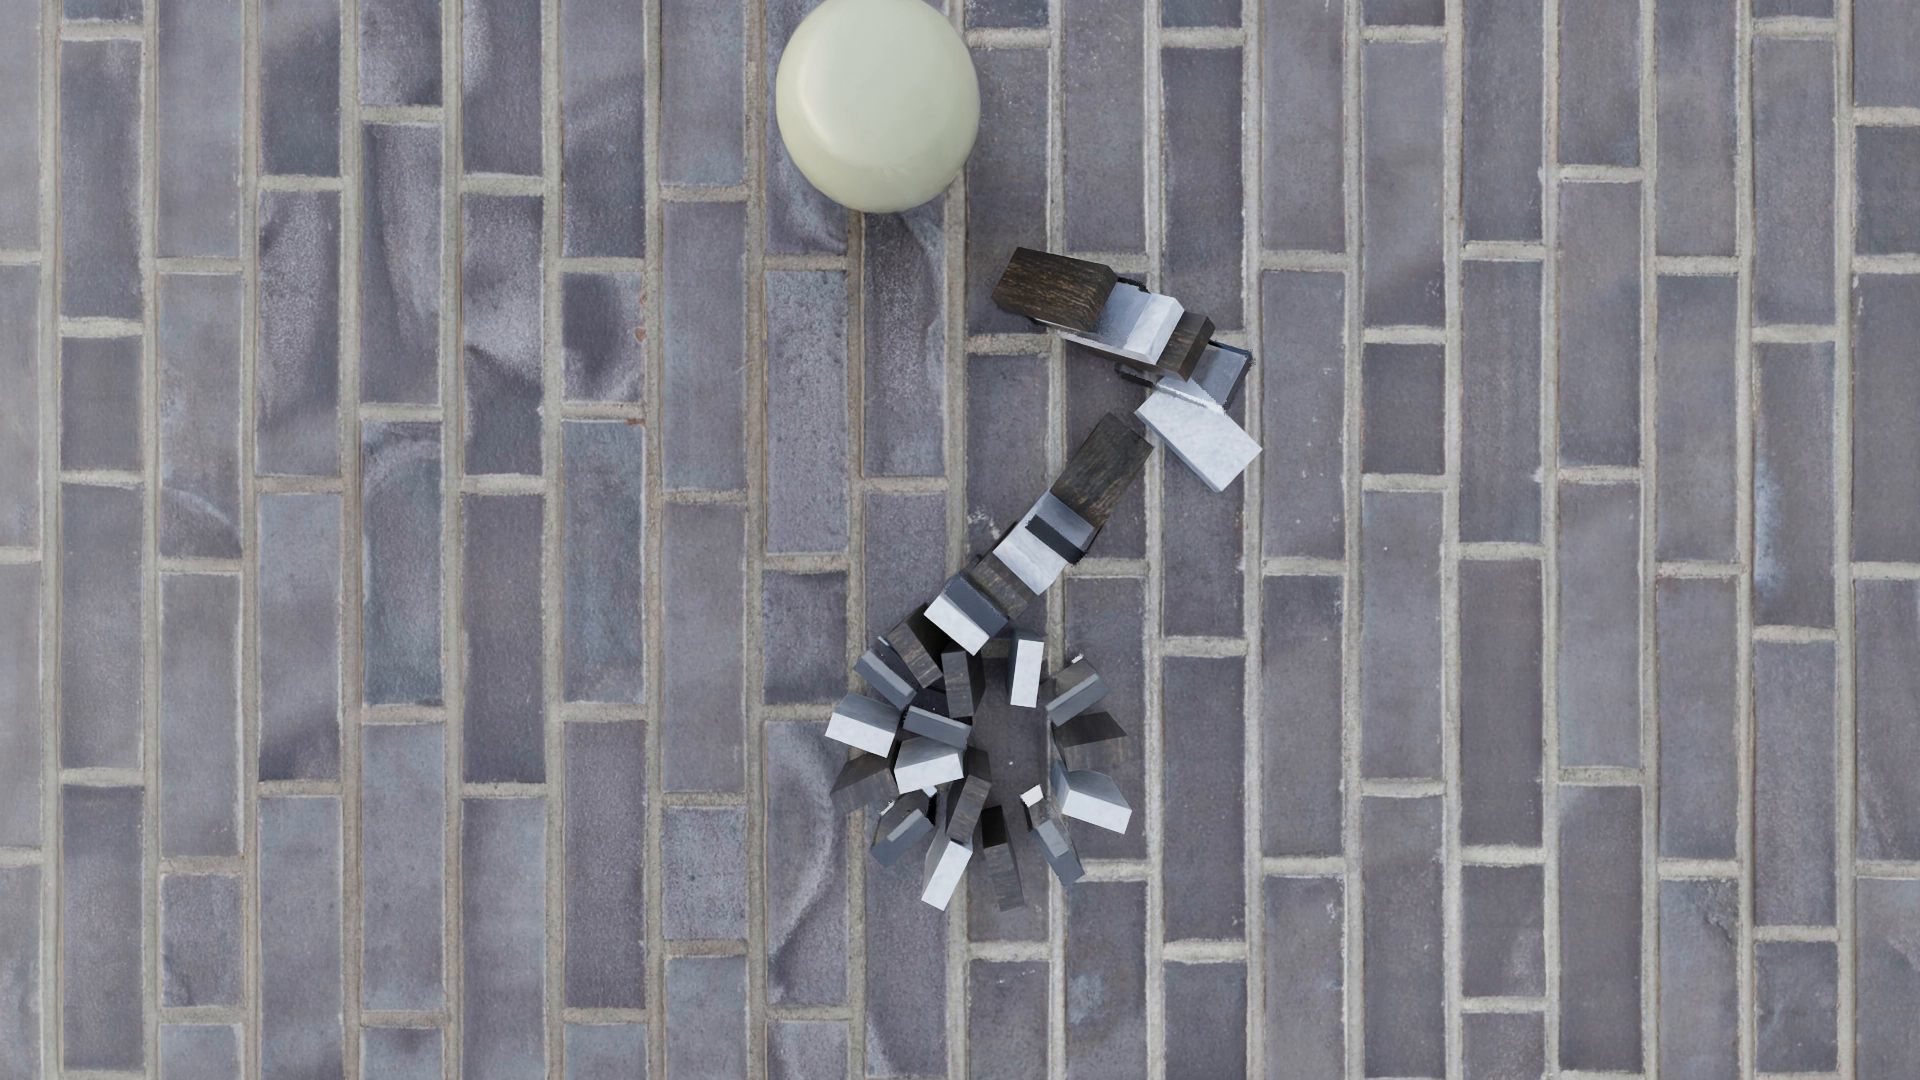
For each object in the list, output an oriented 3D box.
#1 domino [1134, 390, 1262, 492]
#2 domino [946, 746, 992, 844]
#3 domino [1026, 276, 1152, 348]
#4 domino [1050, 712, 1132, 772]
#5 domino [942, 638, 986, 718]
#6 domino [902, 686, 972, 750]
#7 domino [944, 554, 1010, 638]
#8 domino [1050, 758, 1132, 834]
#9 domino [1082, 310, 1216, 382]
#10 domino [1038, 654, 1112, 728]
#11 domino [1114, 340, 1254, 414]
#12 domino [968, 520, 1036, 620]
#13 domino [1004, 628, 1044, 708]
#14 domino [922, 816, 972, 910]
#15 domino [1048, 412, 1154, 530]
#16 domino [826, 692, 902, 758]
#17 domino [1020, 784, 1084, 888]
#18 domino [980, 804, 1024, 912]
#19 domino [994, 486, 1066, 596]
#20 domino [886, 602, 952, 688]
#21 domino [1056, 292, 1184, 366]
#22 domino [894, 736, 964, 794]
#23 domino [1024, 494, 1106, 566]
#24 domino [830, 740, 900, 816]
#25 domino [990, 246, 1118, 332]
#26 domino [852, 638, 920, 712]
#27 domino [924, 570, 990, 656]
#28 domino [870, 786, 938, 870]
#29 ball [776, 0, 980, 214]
[{"bbox_3d":[0.102,-0.047,0.395,0.050,0.010,0.025,44,90,0],"label":"domino"},{"bbox_3d":[0.003,0.103,0.375,0.010,0.050,0.025,21,90,0],"label":"domino"},{"bbox_3d":[0.052,-0.098,0.380,0.050,0.010,0.025,29,91,41],"label":"domino"},{"bbox_3d":[0.053,0.082,0.375,0.025,0.050,0.009,-11,90,0],"label":"domino"},{"bbox_3d":[0.002,0.054,0.374,0.010,0.050,0.025,-8,92,7],"label":"domino"},{"bbox_3d":[-0.008,0.071,0.375,0.025,0.050,0.009,19,92,0],"label":"domino"},{"bbox_3d":[0.010,0.022,0.375,0.025,0.050,0.010,43,103,0],"label":"domino"},{"bbox_3d":[0.052,0.104,0.375,0.025,0.050,0.009,18,90,0],"label":"domino"},{"bbox_3d":[0.077,-0.084,0.380,0.050,0.010,0.025,28,90,41],"label":"domino"},{"bbox_3d":[0.045,0.061,0.375,0.025,0.050,0.010,-33,90,0],"label":"domino"},{"bbox_3d":[0.093,-0.073,0.384,0.050,0.009,0.025,26,87,28],"label":"domino"},{"bbox_3d":[0.022,0.011,0.376,0.025,0.050,0.009,43,116,0],"label":"domino"},{"bbox_3d":[0.026,0.051,0.375,0.009,0.050,0.025,7,90,0],"label":"domino"},{"bbox_3d":[-0.005,0.128,0.375,0.009,0.050,0.025,26,90,0],"label":"domino"},{"bbox_3d":[0.060,-0.030,0.381,0.025,0.010,0.050,38,52,0],"label":"domino"},{"bbox_3d":[-0.038,0.075,0.375,0.025,0.050,0.009,20,90,0],"label":"domino"},{"bbox_3d":[0.037,0.120,0.375,0.009,0.050,0.025,-32,90,0],"label":"domino"},{"bbox_3d":[0.017,0.129,0.375,0.010,0.050,0.025,-16,90,0],"label":"domino"},{"bbox_3d":[0.035,-0.001,0.378,0.025,0.050,0.010,43,129,0],"label":"domino"},{"bbox_3d":[-0.015,0.042,0.375,0.009,0.050,0.025,-36,90,8],"label":"domino"},{"bbox_3d":[0.065,-0.092,0.380,0.050,0.010,0.025,28,90,41],"label":"domino"},{"bbox_3d":[-0.012,0.089,0.375,0.025,0.050,0.009,-15,90,0],"label":"domino"},{"bbox_3d":[0.049,-0.014,0.380,0.025,0.009,0.050,38,47,0],"label":"domino"},{"bbox_3d":[-0.037,0.096,0.375,0.025,0.050,0.009,-25,90,0],"label":"domino"},{"bbox_3d":[0.038,-0.104,0.380,0.050,0.010,0.025,28,90,41],"label":"domino"},{"bbox_3d":[-0.029,0.054,0.375,0.025,0.050,0.009,41,90,0],"label":"domino"},{"bbox_3d":[0.002,0.029,0.375,0.025,0.050,0.010,40,102,0],"label":"domino"},{"bbox_3d":[-0.022,0.114,0.375,0.025,0.050,0.009,-42,90,0],"label":"domino"},{"bbox_3d":[-0.032,-0.170,0.360,0.080,0.080,0.080,0,90,0],"label":"ball"}]
